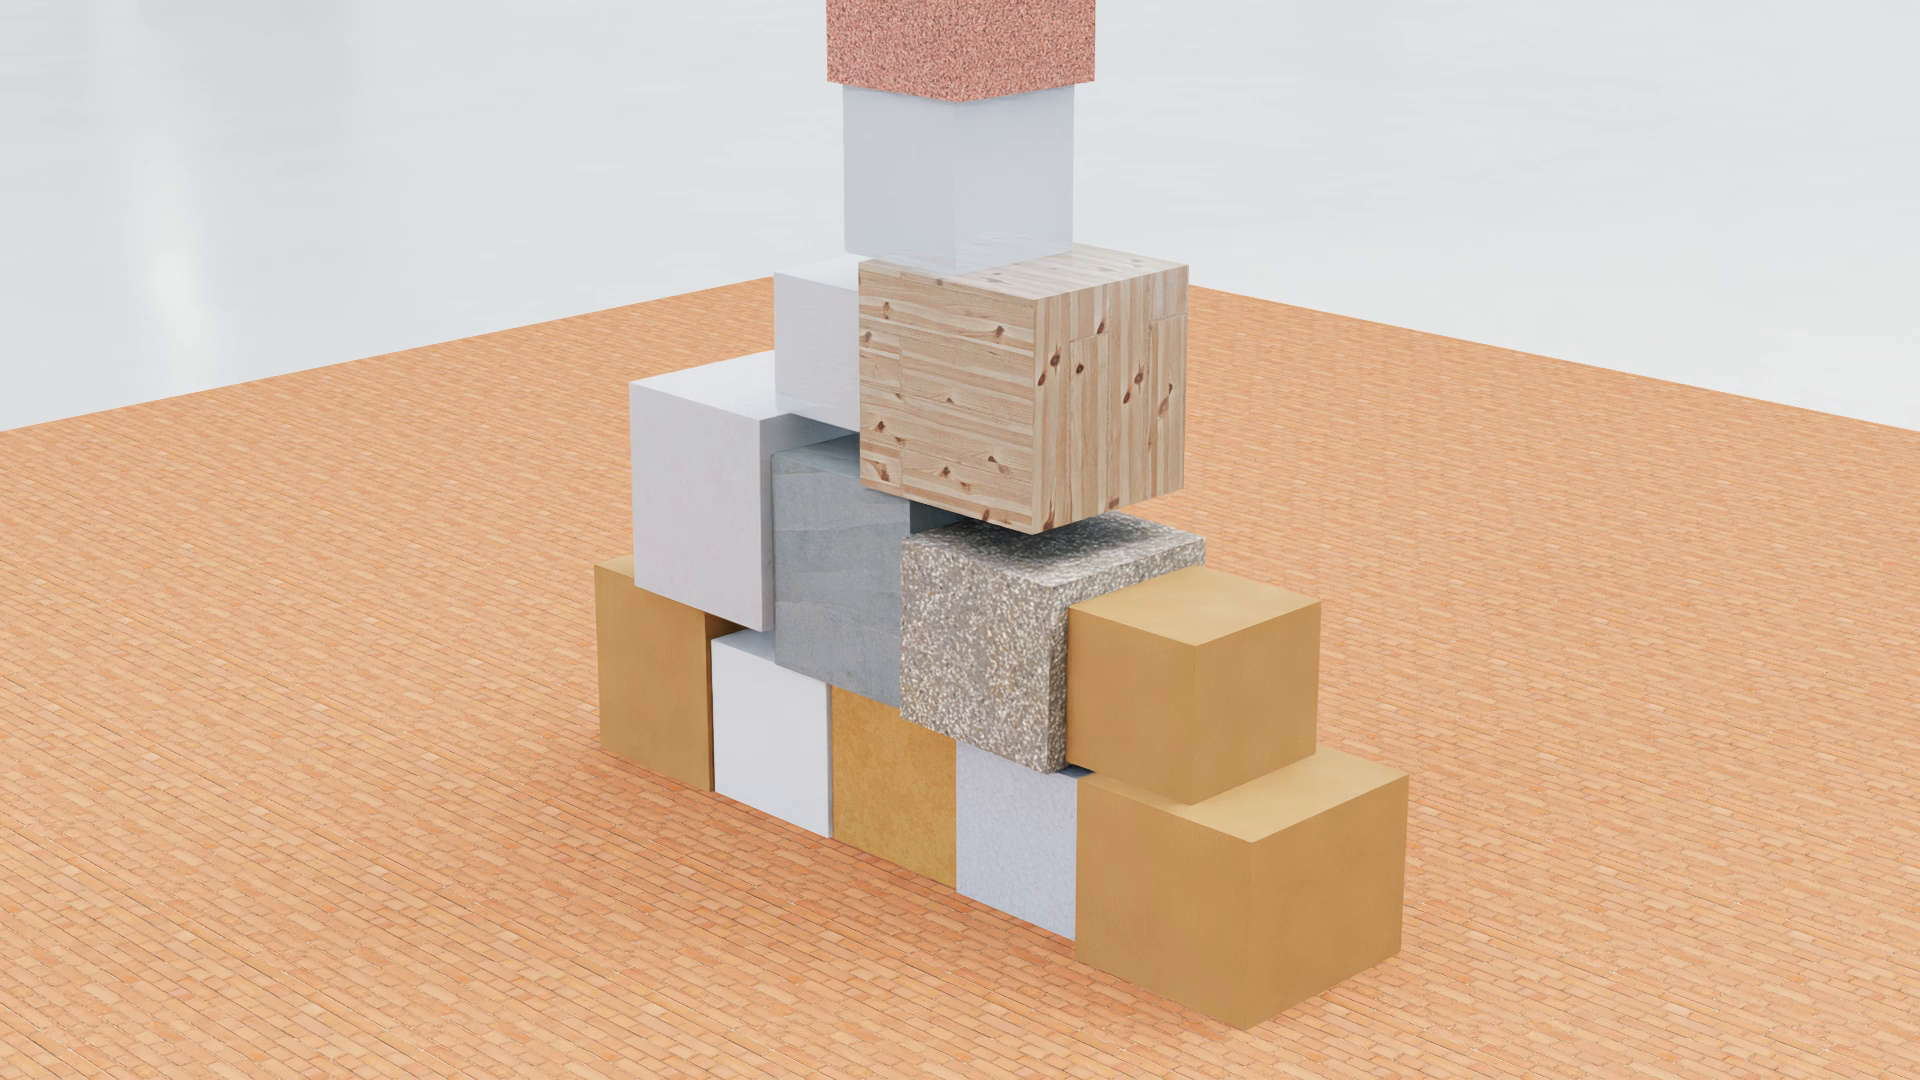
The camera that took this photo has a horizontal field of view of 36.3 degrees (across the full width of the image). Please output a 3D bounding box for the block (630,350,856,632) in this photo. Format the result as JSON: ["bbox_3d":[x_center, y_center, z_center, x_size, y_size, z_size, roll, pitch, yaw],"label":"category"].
[{"bbox_3d":[-0.912,-0.264,14.191,0.966,1.029,0.941,-17,25,-42],"label":"block"}]

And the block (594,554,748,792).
[{"bbox_3d":[-1.226,0.589,14.831,0.866,0.983,0.855,-17,24,-42],"label":"block"}]

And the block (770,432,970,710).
[{"bbox_3d":[-0.240,0.102,13.626,0.865,1.024,0.918,-17,24,-42],"label":"block"}]

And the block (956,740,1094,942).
[{"bbox_3d":[0.550,1.241,13.134,0.764,0.758,0.839,-17,24,-42],"label":"block"}]

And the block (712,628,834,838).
[{"bbox_3d":[-0.640,0.864,14.276,0.772,0.791,0.820,-17,24,-42],"label":"block"}]

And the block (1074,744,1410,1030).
[{"bbox_3d":[1.200,1.395,12.521,1.044,0.830,0.952,-17,24,-42],"label":"block"}]

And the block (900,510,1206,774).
[{"bbox_3d":[0.408,0.391,13.020,0.994,0.845,0.903,-17,25,-42],"label":"block"}]

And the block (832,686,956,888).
[{"bbox_3d":[-0.029,1.031,13.722,0.771,0.805,0.842,-17,24,-42],"label":"block"}]

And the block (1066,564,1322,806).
[{"bbox_3d":[0.993,0.602,12.496,0.820,0.698,0.709,-17,24,-42],"label":"block"}]

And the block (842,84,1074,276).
[{"bbox_3d":[-0.006,-1.630,12.822,0.732,0.747,0.691,-17,24,-42],"label":"block"}]

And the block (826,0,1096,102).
[{"bbox_3d":[0.005,-2.367,12.601,0.832,0.792,0.809,-17,24,-42],"label":"block"}]

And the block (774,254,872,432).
[{"bbox_3d":[-0.357,-0.906,13.459,0.659,0.648,0.744,-17,24,-42],"label":"block"}]

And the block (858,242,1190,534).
[{"bbox_3d":[0.274,-0.717,12.844,0.972,1.008,1.053,-17,24,-42],"label":"block"}]
